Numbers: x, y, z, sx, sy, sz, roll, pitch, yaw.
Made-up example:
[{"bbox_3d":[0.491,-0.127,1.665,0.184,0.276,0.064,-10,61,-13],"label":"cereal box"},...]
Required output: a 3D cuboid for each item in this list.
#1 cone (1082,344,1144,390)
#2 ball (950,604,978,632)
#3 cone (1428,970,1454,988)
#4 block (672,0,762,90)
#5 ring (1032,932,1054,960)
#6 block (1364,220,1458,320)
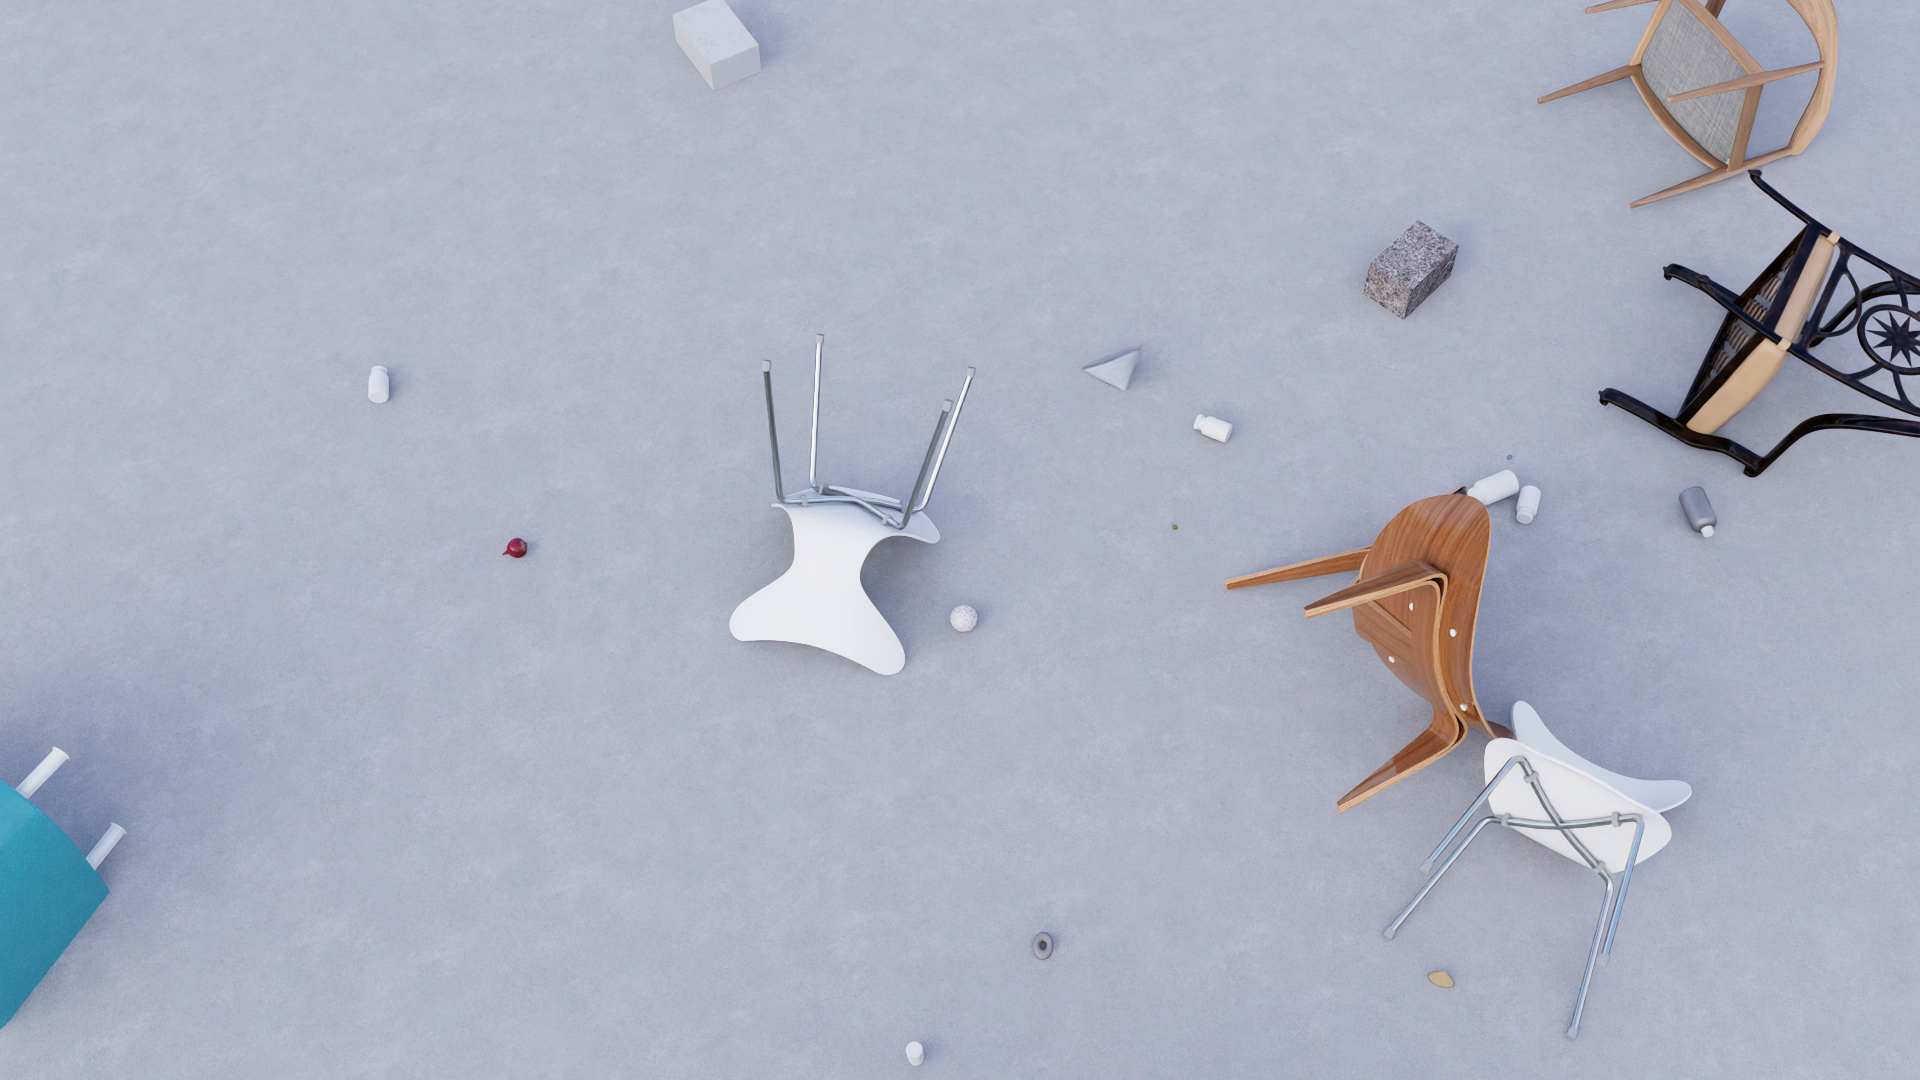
[{"bbox_3d":[0.497,-0.519,6.877,0.208,0.193,0.117,-20,100,15],"label":"cone"},{"bbox_3d":[0.011,0.227,6.374,0.080,0.080,0.080,0,56,0],"label":"ball"},{"bbox_3d":[1.268,1.143,5.771,0.074,0.060,0.042,18,58,12],"label":"cone"},{"bbox_3d":[-0.847,-1.732,7.662,0.187,0.123,0.286,-27,60,-17],"label":"block"},{"bbox_3d":[0.221,1.077,5.835,0.055,0.027,0.078,5,55,1],"label":"ring"},{"bbox_3d":[1.449,-0.869,7.069,0.162,0.146,0.255,38,64,22],"label":"block"}]
